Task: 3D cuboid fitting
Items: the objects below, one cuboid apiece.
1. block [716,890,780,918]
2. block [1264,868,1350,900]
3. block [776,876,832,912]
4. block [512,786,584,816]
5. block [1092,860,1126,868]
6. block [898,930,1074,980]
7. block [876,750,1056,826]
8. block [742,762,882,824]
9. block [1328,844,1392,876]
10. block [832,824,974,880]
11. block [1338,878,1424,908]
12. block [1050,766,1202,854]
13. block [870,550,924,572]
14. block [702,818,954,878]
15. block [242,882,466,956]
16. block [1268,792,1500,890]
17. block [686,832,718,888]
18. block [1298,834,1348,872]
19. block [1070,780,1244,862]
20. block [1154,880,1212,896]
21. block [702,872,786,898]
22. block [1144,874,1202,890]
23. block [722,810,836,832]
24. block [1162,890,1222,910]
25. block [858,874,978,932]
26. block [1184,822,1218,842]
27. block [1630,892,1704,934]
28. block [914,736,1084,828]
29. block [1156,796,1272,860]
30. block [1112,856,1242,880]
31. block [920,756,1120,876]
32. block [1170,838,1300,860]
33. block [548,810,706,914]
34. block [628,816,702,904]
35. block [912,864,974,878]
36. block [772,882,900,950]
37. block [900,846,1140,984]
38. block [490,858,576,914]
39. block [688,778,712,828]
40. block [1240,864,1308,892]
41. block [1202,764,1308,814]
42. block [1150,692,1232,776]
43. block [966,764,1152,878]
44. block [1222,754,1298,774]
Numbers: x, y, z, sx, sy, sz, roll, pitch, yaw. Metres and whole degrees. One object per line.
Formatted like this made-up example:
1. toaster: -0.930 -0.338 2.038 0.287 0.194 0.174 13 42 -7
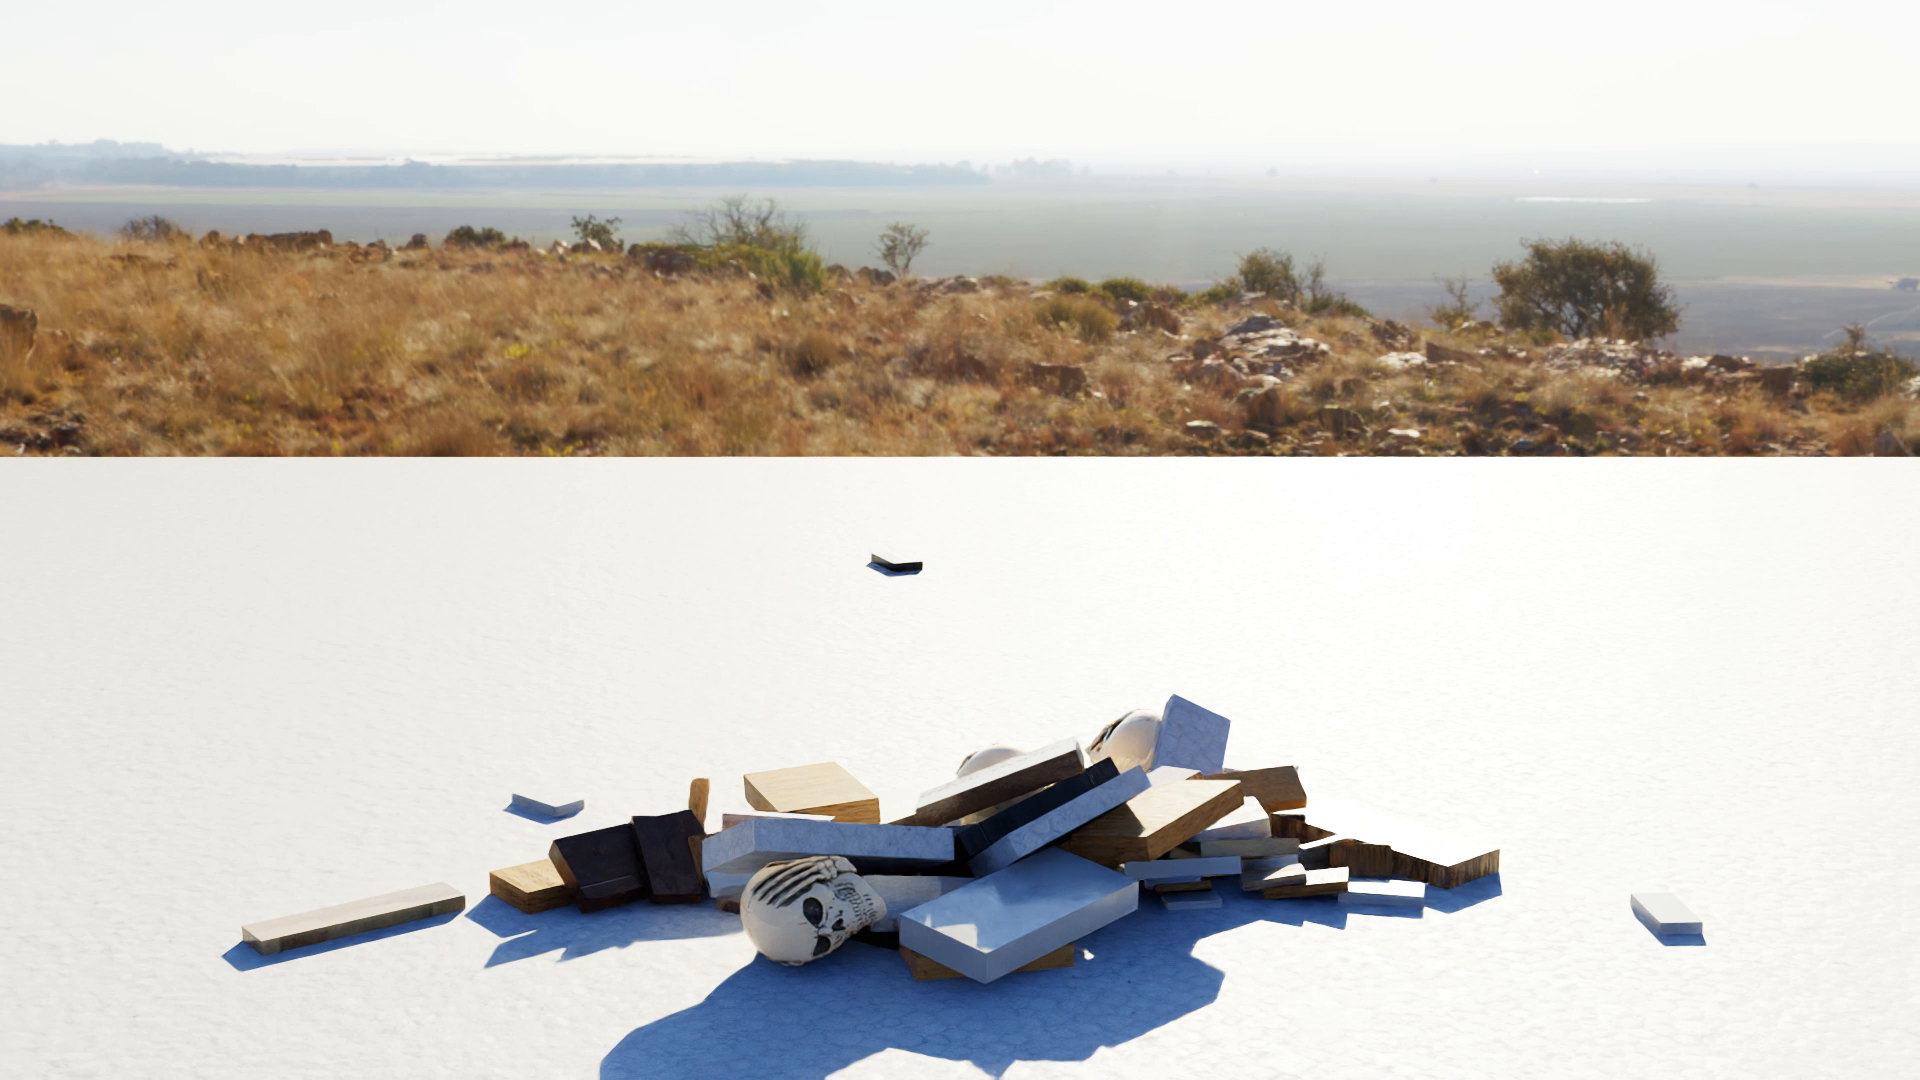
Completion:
1. block: -0.329 0.586 3.633 0.071 0.020 0.142 7 13 33
2. block: 0.577 0.571 3.657 0.138 0.020 0.069 -7 9 12
3. block: -0.250 0.567 3.547 0.071 0.020 0.142 0 10 4
4. block: -0.777 0.492 4.147 0.133 0.019 0.067 9 14 41
5. block: 0.226 0.532 3.681 0.199 0.028 0.099 -23 6 10
6. block: 0.039 0.627 3.376 0.246 0.035 0.123 -3 11 -13
7. block: -0.069 0.493 4.090 0.133 0.038 0.708 9 14 41
8. block: -0.273 0.470 3.987 0.177 0.050 0.365 -7 6 -15
9. block: 0.684 0.546 3.757 0.105 0.053 0.015 0 -8 2
10. block: -0.124 0.529 3.703 0.285 0.040 0.143 -4 -19 -20
11. block: 0.699 0.584 3.647 0.138 0.020 0.069 2 11 13
12. block: 0.266 0.468 3.784 0.335 0.027 0.097 -22 14 -34
13. block: -0.186 0.062 6.442 0.091 0.026 0.183 -5 11 -23
14. block: -0.206 0.488 3.457 0.354 0.050 0.177 8 -22 -32
15. block: -0.968 0.605 3.525 0.340 0.024 0.085 -8 13 -37
16. block: 0.682 0.517 3.946 0.147 0.042 0.581 -9 14 -40
17. block: -0.368 0.528 3.699 0.169 0.024 0.085 -7 55 -20
18. block: 0.624 0.543 3.777 0.105 0.053 0.015 -8 13 -36
19. block: 0.329 0.461 3.628 0.147 0.042 0.293 -4 10 39
20. block: 0.369 0.576 3.637 0.092 0.013 0.046 -4 -16 3
21. block: -0.353 0.557 3.633 0.133 0.019 0.067 -3 27 -17
22. block: 0.355 0.570 3.661 0.092 0.013 0.046 -6 -16 7
23. block: -0.312 0.520 3.779 0.194 0.097 0.027 2 7 12
24. block: 0.381 0.593 3.618 0.092 0.013 0.046 -1 11 -8
25. block: -0.054 0.571 3.452 0.193 0.027 0.097 4 33 -19
26. block: 0.341 0.479 3.846 0.125 0.035 0.250 -26 14 -13
27. block: 1.139 0.602 3.550 0.069 0.020 0.138 0 11 -3
28. block: 0.068 0.408 3.702 0.285 0.040 0.143 -21 3 4
29. block: 0.412 0.511 3.875 0.250 0.035 0.125 -11 11 -2
30. block: 0.362 0.553 3.695 0.199 0.028 0.099 -2 -11 -9
31. block: 0.099 0.461 3.635 0.354 0.040 0.143 -22 -13 -39
32. block: 0.470 0.530 3.756 0.199 0.028 0.099 2 -13 -26
33. block: -0.538 0.536 3.675 0.265 0.038 0.133 -8 47 -38
34. block: -0.490 0.530 3.657 0.085 0.024 0.169 3 41 -28
35. block: 0.021 0.577 3.569 0.246 0.035 0.123 5 24 25
36. block: -0.167 0.599 3.526 0.246 0.035 0.123 7 13 33
37. block: 0.095 0.573 3.389 0.177 0.050 0.354 17 22 41
38. block: -0.640 0.565 3.699 0.265 0.038 0.133 -8 13 -38
39. block: -0.460 0.484 3.835 0.019 0.133 0.067 11 -12 -19
40. block: 0.521 0.562 3.661 0.105 0.015 0.053 -9 9 2
41. block: 0.529 0.458 3.993 0.183 0.026 0.091 -6 36 -7
42. block: 0.425 0.407 4.091 0.125 0.035 0.250 25 42 -5
43. block: 0.164 0.464 3.591 0.293 0.042 0.147 -23 -12 -34
44. block: 0.564 0.453 4.334 0.183 0.026 0.091 6 12 31
